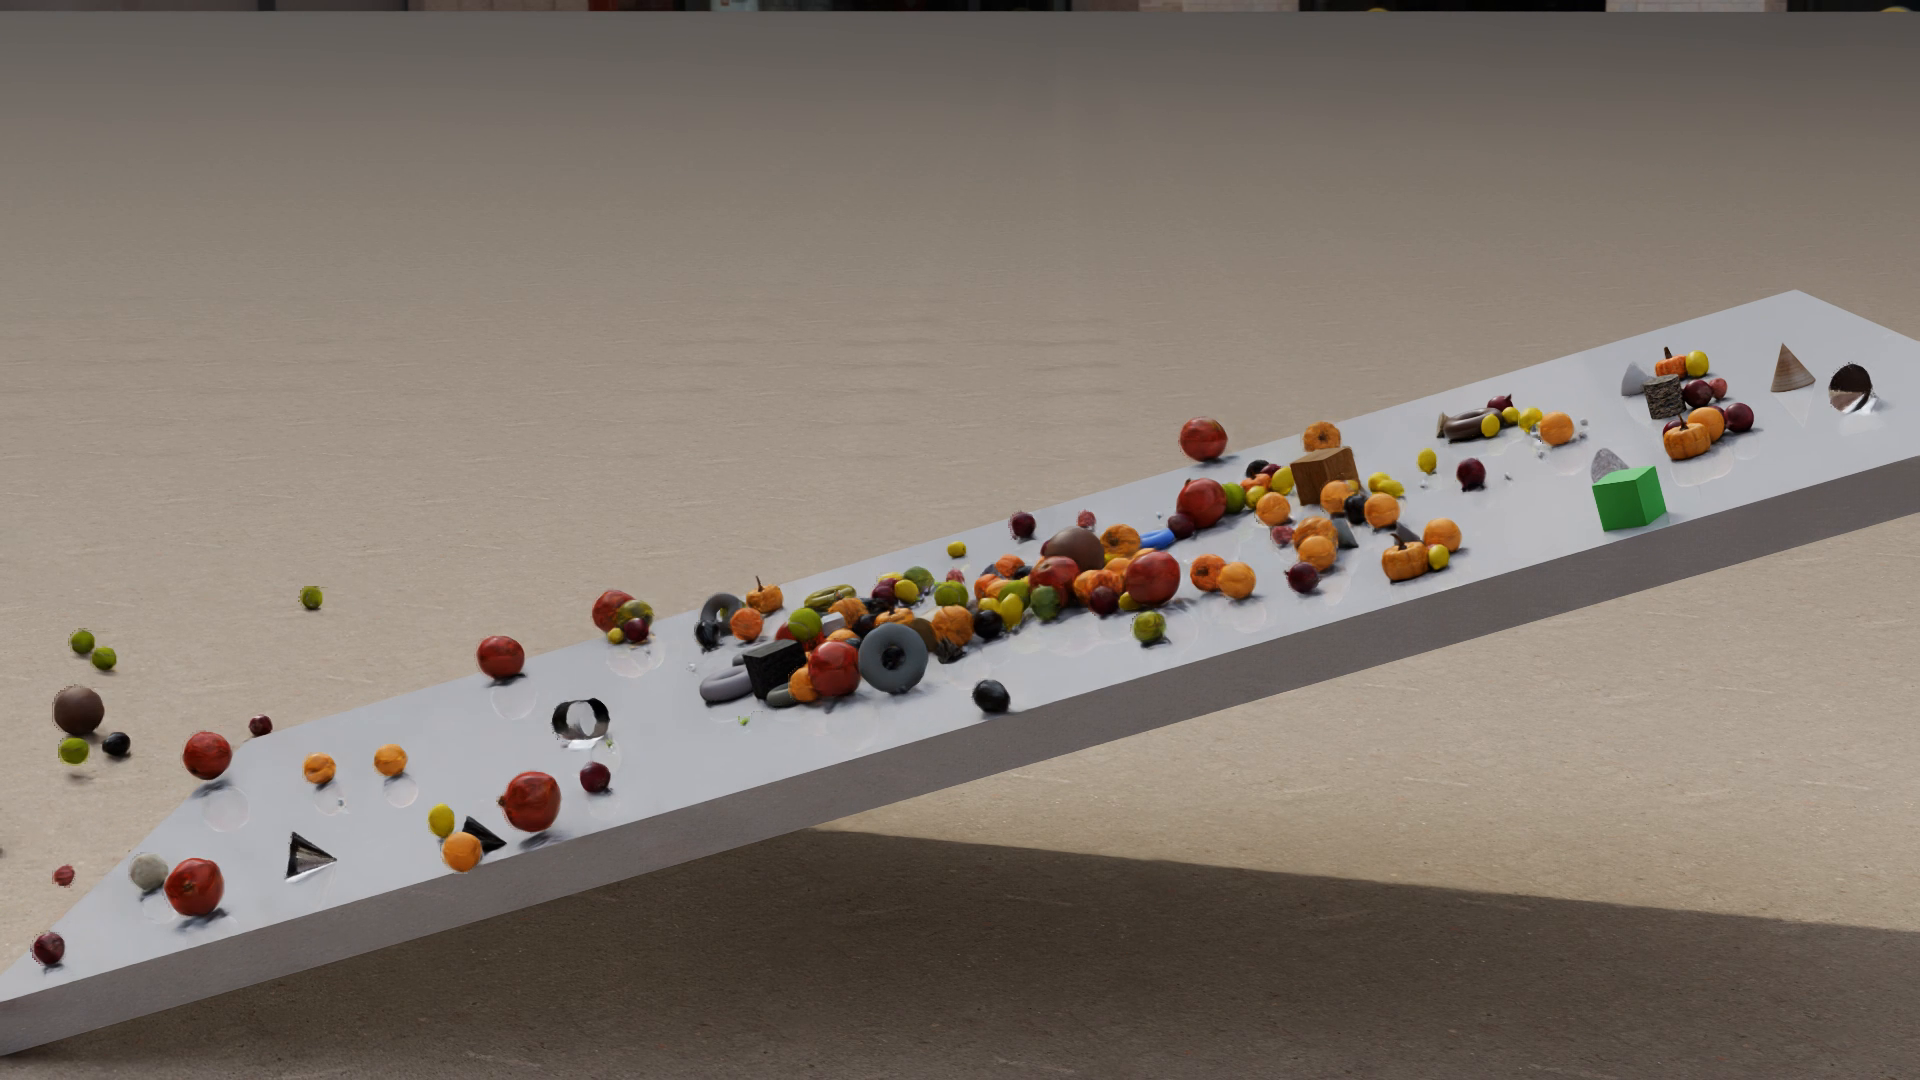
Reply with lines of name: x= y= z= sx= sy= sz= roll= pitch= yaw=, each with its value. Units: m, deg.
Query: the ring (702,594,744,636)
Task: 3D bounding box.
ring: x=-0.560 y=0.175 z=6.918 sx=0.109 sy=0.109 sz=0.036 roll=6 pitch=-19 yaw=27

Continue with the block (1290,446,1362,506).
block: x=0.790 y=-0.139 z=6.353 sx=0.096 sy=0.096 sz=0.096 roll=-25 pitch=13 yaw=-39

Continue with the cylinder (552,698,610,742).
cylinder: x=-0.801 y=0.381 z=6.217 sx=0.085 sy=0.085 sz=0.085 roll=-8 pitch=3 yaw=40

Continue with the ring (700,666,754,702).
ring: x=-0.482 y=0.303 z=6.219 sx=0.141 sy=0.047 sz=0.141 roll=-16 pitch=11 yaw=3

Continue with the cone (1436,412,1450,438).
cone: x=1.113 y=-0.256 z=6.653 sx=0.060 sy=0.060 sz=0.060 roll=10 pitch=11 yaw=0

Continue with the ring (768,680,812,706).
ring: x=-0.347 y=0.312 z=5.984 sx=0.097 sy=0.032 sz=0.097 roll=-17 pitch=9 yaw=3

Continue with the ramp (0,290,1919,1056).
ramp: x=0.093 y=0.186 z=6.317 sx=4.000 sy=0.100 sz=2.000 roll=-16 pitch=10 yaw=5

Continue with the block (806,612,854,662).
block: x=-0.280 y=0.207 z=6.316 sx=0.077 sy=0.077 sz=0.077 roll=-18 pitch=10 yaw=-7

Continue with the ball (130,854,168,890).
ball: x=-1.667 y=0.682 z=6.048 sx=0.076 sy=0.076 sz=0.076 roll=0 pitch=11 yaw=0

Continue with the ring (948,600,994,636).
ring: x=0.004 y=0.166 z=6.154 sx=0.141 sy=0.047 sz=0.141 roll=-16 pitch=11 yaw=3

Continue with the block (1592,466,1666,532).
block: x=1.212 y=-0.076 z=5.326 sx=0.087 sy=0.087 sz=0.087 roll=-9 pitch=13 yaw=40

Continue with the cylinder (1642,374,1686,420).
cylinder: x=1.473 y=-0.299 z=6.147 sx=0.075 sy=0.075 sz=0.075 roll=-17 pitch=10 yaw=3

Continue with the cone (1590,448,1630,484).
cone: x=1.276 y=-0.134 z=5.690 sx=0.078 sy=0.078 sz=0.078 roll=8 pitch=7 yaw=-23

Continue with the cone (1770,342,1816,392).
cone: x=1.703 y=-0.363 z=6.051 sx=0.094 sy=0.094 sz=0.094 roll=-17 pitch=10 yaw=3

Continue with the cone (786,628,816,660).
cone: x=-0.359 y=0.225 z=6.349 sx=0.076 sy=0.076 sz=0.076 roll=-17 pitch=10 yaw=3

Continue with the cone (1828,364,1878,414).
cone: x=1.751 y=-0.285 z=5.696 sx=0.095 sy=0.095 sz=0.095 roll=9 pitch=3 yaw=-38

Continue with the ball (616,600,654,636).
ball: x=-0.798 y=0.191 z=7.230 sx=0.091 sy=0.091 sz=0.091 roll=0 pitch=11 yaw=0

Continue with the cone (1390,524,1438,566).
cone: x=0.863 y=0.016 z=5.554 sx=0.083 sy=0.083 sz=0.083 roll=12 pitch=12 yaw=5

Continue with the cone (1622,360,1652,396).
cone: x=1.502 y=-0.342 z=6.439 sx=0.082 sy=0.082 sz=0.082 roll=19 pitch=19 yaw=26

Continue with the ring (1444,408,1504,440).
ring: x=1.146 y=-0.259 z=6.560 sx=0.137 sy=0.046 sz=0.137 roll=-15 pitch=10 yaw=3

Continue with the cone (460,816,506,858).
cone: x=-0.888 y=0.562 z=5.511 sx=0.081 sy=0.081 sz=0.081 roll=10 pitch=11 yaw=-1

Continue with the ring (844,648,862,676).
ring: x=-0.178 y=0.243 z=6.044 sx=0.131 sy=0.044 sz=0.131 roll=-15 pitch=8 yaw=2

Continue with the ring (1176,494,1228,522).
ring: x=0.540 y=-0.071 z=6.567 sx=0.121 sy=0.040 sz=0.121 roll=-16 pitch=11 yaw=3

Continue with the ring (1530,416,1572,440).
ring: x=1.267 y=-0.241 z=6.301 sx=0.093 sy=0.031 sz=0.093 roll=-17 pitch=8 yaw=3

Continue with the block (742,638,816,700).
block: x=-0.375 y=0.268 z=6.081 sx=0.097 sy=0.097 sz=0.097 roll=-22 pitch=11 yaw=-24

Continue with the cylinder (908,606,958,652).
cylinder: x=-0.057 y=0.185 z=6.070 sx=0.074 sy=0.074 sz=0.074 roll=7 pitch=22 yaw=31

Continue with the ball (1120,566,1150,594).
ball: x=0.357 y=0.082 z=5.979 sx=0.060 sy=0.060 sz=0.060 roll=0 pitch=11 yaw=0

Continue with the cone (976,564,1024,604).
cone: x=0.096 y=0.110 z=6.317 sx=0.092 sy=0.092 sz=0.092 roll=18 pitch=18 yaw=24

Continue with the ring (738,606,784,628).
ring: x=-0.473 y=0.188 z=6.966 sx=0.128 sy=0.043 sz=0.128 roll=-2 pitch=12 yaw=0

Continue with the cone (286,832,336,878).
cone: x=-1.272 y=0.625 z=5.791 sx=0.097 sy=0.097 sz=0.097 roll=8 pitch=9 yaw=-14

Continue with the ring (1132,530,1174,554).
ring: x=0.418 y=0.003 z=6.388 sx=0.097 sy=0.032 sz=0.097 roll=-17 pitch=9 yaw=3

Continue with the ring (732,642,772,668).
ring: x=-0.439 y=0.257 z=6.415 sx=0.122 sy=0.041 sz=0.122 roll=-18 pitch=9 yaw=3
